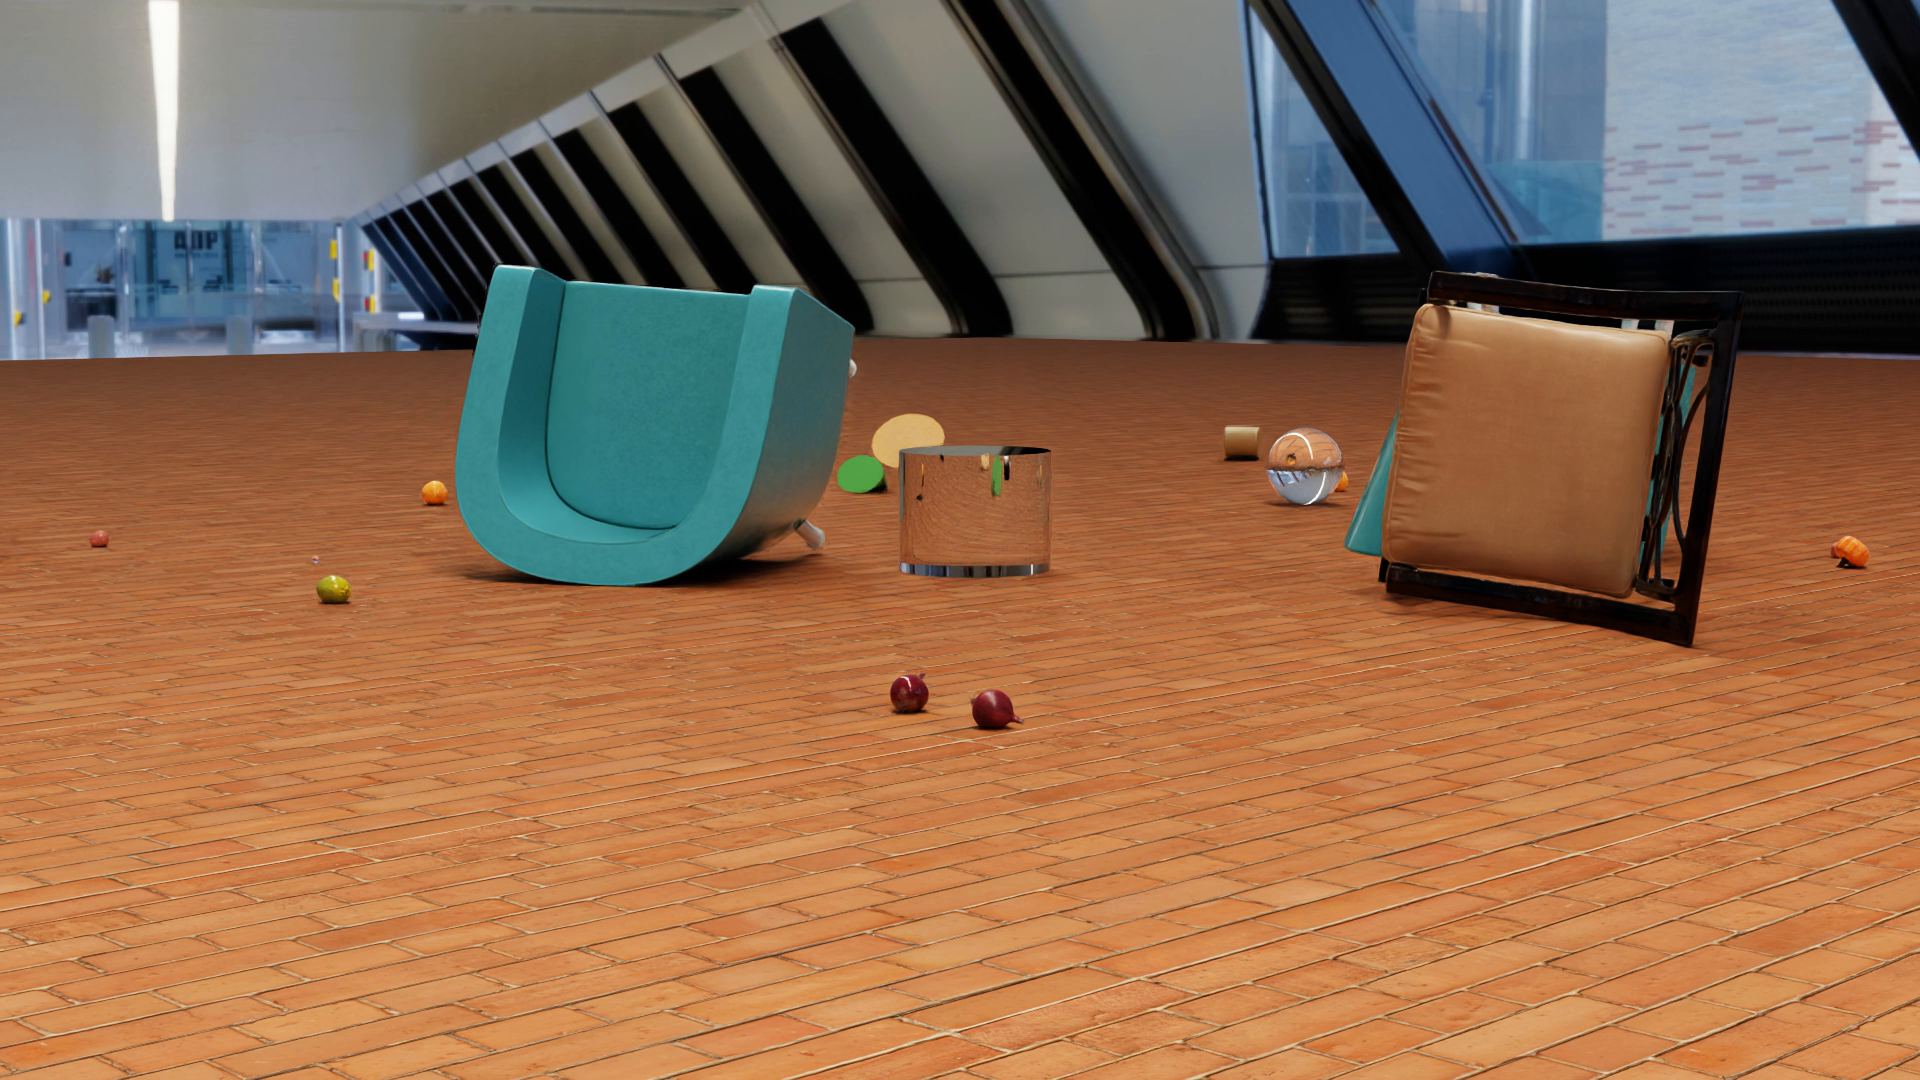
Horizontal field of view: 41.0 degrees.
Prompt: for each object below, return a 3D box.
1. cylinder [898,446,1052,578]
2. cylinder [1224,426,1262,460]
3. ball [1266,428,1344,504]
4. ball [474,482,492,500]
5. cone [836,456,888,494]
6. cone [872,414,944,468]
[{"bbox_3d":[0.033,-0.068,5.770,0.343,0.267,0.343,1,6,6],"label":"cylinder"},{"bbox_3d":[1.016,-0.346,9.200,0.119,0.128,0.095,2,41,17],"label":"cylinder"},{"bbox_3d":[0.995,-0.213,7.400,0.222,0.222,0.222,0,6,0],"label":"ball"},{"bbox_3d":[-1.398,-0.141,7.525,0.053,0.053,0.053,0,6,0],"label":"ball"},{"bbox_3d":[-0.264,-0.183,7.915,0.151,0.113,0.268,-14,-10,15],"label":"cone"},{"bbox_3d":[-0.165,-0.304,8.925,0.247,0.123,0.275,-38,49,-16],"label":"cone"}]
